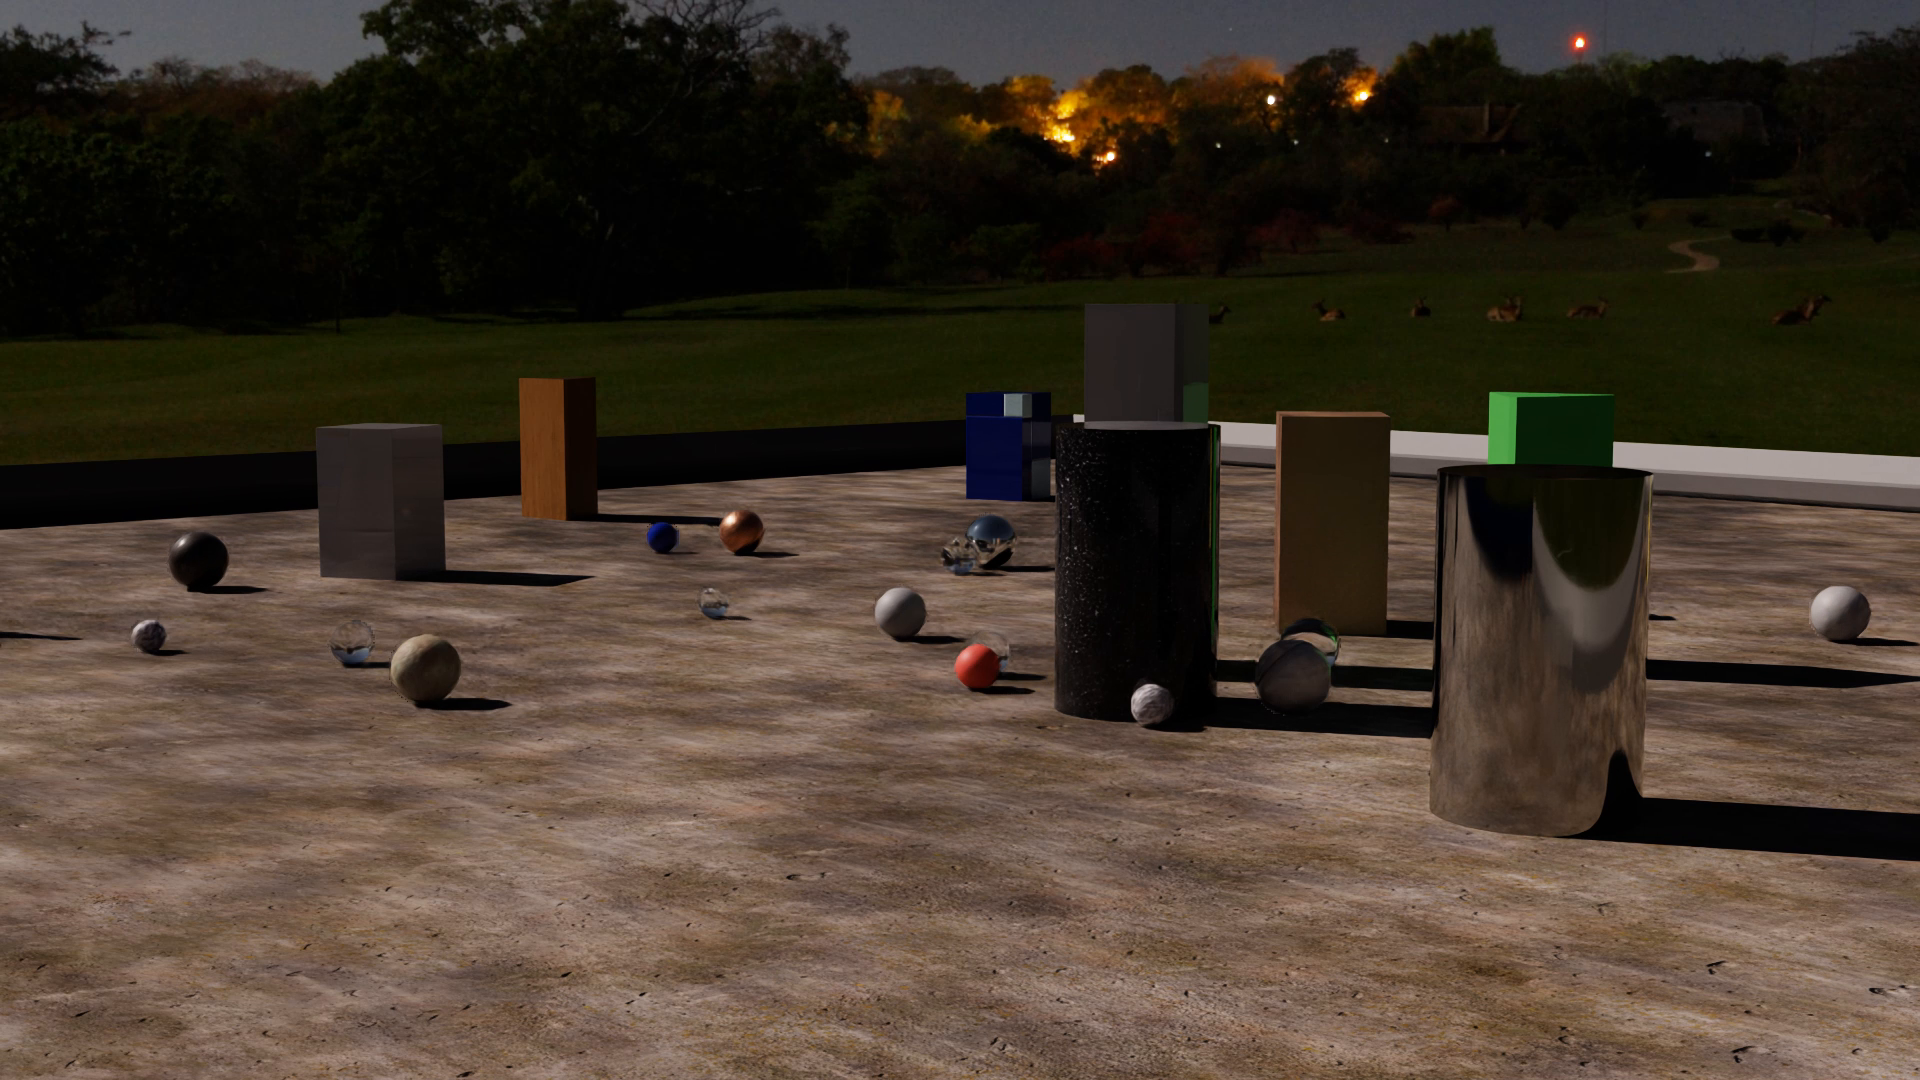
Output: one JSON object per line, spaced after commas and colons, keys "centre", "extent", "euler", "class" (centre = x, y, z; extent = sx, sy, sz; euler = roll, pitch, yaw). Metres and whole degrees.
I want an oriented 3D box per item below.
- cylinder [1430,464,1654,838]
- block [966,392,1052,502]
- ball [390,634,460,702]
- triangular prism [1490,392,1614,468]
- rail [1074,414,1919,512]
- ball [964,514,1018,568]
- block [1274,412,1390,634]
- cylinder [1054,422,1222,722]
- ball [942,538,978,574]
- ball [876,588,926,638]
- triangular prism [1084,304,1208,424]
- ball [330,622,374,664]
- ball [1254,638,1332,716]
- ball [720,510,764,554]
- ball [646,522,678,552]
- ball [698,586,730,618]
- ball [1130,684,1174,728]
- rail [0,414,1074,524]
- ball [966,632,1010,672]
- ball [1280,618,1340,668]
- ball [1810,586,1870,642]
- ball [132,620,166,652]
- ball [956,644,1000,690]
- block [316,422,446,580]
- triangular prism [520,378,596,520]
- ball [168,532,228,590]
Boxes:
{"centre": [0.506, 0.090, 1.920], "extent": [0.181, 0.301, 0.181], "euler": [0, 6, 0], "class": "cylinder"}
{"centre": [0.113, -0.219, 5.088], "extent": [0.145, 0.243, 0.145], "euler": [3, 7, 29], "class": "block"}
{"centre": [-0.600, 0.144, 2.470], "extent": [0.077, 0.077, 0.077], "euler": [0, 6, 0], "class": "ball"}
{"centre": [0.705, -0.015, 2.748], "extent": [0.157, 0.335, 0.136], "euler": [-3, 7, -25], "class": "triangular prism"}
{"centre": [1.793, -0.145, 4.977], "extent": [0.045, 0.118, 4.339], "euler": [-6, 8, -42], "class": "rail"}
{"centre": [0.052, 0.002, 3.739], "extent": [0.090, 0.090, 0.090], "euler": [0, 6, 0], "class": "ball"}
{"centre": [0.513, -0.027, 3.044], "extent": [0.145, 0.295, 0.145], "euler": [1, 6, 5], "class": "block"}
{"centre": [0.195, 0.030, 2.427], "extent": [0.181, 0.313, 0.181], "euler": [0, 6, 0], "class": "cylinder"}
{"centre": [-0.001, 0.027, 3.652], "extent": [0.060, 0.060, 0.060], "euler": [0, 6, 0], "class": "ball"}
{"centre": [-0.079, 0.098, 2.946], "extent": [0.069, 0.069, 0.069], "euler": [0, 6, 0], "class": "ball"}
{"centre": [0.256, -0.067, 2.707], "extent": [0.136, 0.446, 0.157], "euler": [-5, 8, -42], "class": "triangular prism"}
{"centre": [-0.756, 0.129, 2.732], "extent": [0.053, 0.053, 0.053], "euler": [0, 6, 0], "class": "ball"}
{"centre": [0.363, 0.149, 2.394], "extent": [0.083, 0.083, 0.083], "euler": [0, 6, 0], "class": "ball"}
{"centre": [-0.391, -0.015, 3.944], "extent": [0.081, 0.081, 0.081], "euler": [0, 6, 0], "class": "ball"}
{"centre": [-0.537, -0.004, 3.964], "extent": [0.055, 0.055, 0.055], "euler": [0, 6, 0], "class": "ball"}
{"centre": [-0.352, 0.089, 3.139], "extent": [0.044, 0.044, 0.044], "euler": [0, 6, 0], "class": "ball"}
{"centre": [0.203, 0.175, 2.328], "extent": [0.046, 0.046, 0.046], "euler": [0, 6, 0], "class": "ball"}
{"centre": [-1.455, -0.137, 4.901], "extent": [4.926, 0.118, 0.045], "euler": [-6, 8, -42], "class": "rail"}
{"centre": [0.034, 0.137, 2.649], "extent": [0.054, 0.054, 0.054], "euler": [0, 6, 0], "class": "ball"}
{"centre": [0.419, 0.129, 2.638], "extent": [0.072, 0.072, 0.072], "euler": [0, 6, 0], "class": "ball"}
{"centre": [1.170, 0.097, 2.922], "extent": [0.074, 0.074, 0.074], "euler": [0, 6, 0], "class": "ball"}
{"centre": [-1.043, 0.124, 2.830], "extent": [0.042, 0.042, 0.042], "euler": [0, 6, 0], "class": "ball"}
{"centre": [0.021, 0.148, 2.555], "extent": [0.052, 0.052, 0.052], "euler": [0, 6, 0], "class": "ball"}
{"centre": [-0.958, -0.066, 3.645], "extent": [0.145, 0.246, 0.145], "euler": [2, 6, 20], "class": "block"}
{"centre": [-0.823, -0.196, 4.642], "extent": [0.157, 0.292, 0.136], "euler": [5, 8, 42], "class": "triangular prism"}
{"centre": [-1.197, 0.032, 3.457], "extent": [0.091, 0.091, 0.091], "euler": [0, 6, 0], "class": "ball"}
